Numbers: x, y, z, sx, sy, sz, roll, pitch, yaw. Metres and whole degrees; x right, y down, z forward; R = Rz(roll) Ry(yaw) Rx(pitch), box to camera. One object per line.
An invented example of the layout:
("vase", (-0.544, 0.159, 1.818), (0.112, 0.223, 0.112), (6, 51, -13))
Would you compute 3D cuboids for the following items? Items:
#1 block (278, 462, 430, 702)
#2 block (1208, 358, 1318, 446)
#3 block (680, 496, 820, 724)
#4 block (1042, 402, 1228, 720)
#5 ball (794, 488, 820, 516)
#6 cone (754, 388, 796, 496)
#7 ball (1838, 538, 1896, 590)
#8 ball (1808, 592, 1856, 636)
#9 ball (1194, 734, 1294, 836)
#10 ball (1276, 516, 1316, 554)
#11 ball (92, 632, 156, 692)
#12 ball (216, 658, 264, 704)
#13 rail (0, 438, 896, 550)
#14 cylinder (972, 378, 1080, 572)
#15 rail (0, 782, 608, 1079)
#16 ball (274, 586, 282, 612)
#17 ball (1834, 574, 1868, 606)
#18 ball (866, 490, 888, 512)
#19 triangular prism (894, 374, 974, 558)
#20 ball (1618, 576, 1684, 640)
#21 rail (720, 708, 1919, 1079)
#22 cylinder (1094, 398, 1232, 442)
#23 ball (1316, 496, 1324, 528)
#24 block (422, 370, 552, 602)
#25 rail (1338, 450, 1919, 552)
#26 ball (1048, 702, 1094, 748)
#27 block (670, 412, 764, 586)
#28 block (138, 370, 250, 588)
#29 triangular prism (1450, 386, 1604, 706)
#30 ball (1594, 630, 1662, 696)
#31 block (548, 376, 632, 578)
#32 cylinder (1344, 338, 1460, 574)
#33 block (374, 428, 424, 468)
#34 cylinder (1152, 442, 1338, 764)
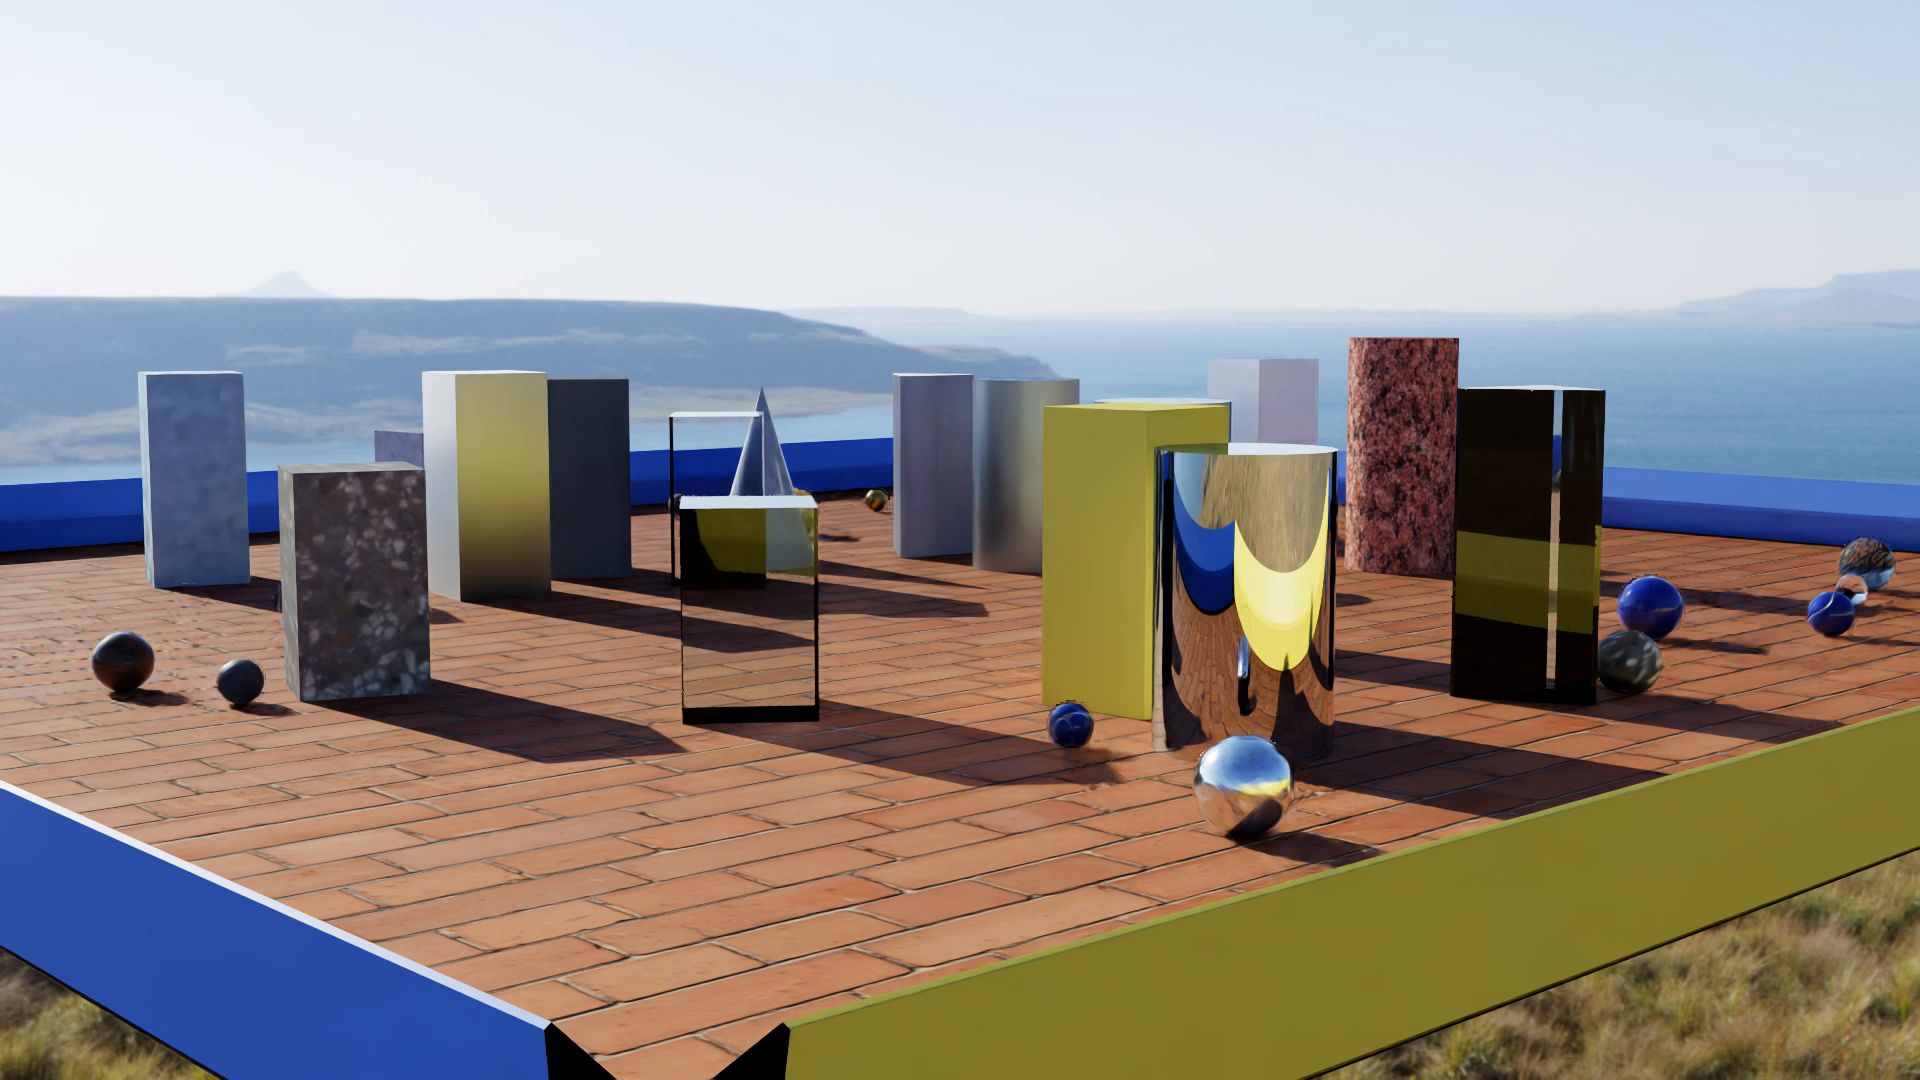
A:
("block", (-0.706, 0.044, 2.561), (0.146, 0.258, 0.146), (-3, 7, -23))
("block", (0.565, -0.167, 4.118), (0.146, 0.346, 0.146), (-4, 7, -34))
("block", (-0.232, 0.073, 2.413), (0.146, 0.231, 0.146), (-1, 6, -6))
("block", (0.195, 0.018, 2.453), (0.146, 0.333, 0.146), (6, 8, 43))
("ball", (-0.319, -0.055, 4.281), (0.089, 0.089, 0.089), (0, 6, 0))
("cone", (-0.344, -0.116, 3.831), (0.182, 0.307, 0.182), (0, 6, 0))
("ball", (1.419, 0.038, 3.441), (0.083, 0.083, 0.083), (0, 6, 0))
("ball", (1.176, 0.100, 2.967), (0.061, 0.061, 0.061), (0, 6, 0))
("ball", (0.240, 0.207, 1.854), (0.085, 0.085, 0.085), (0, 6, 0))
("ball", (0.603, -0.009, 3.949), (0.069, 0.069, 0.069), (0, 6, 0))
("ball", (-0.969, 0.141, 2.546), (0.069, 0.069, 0.069), (0, 6, 0))
("ball", (-0.807, 0.158, 2.465), (0.051, 0.051, 0.051), (0, 6, 0))
("rail", (-1.115, -0.097, 4.533), (3.451, 0.118, 0.045), (-6, 8, -42))
("cylinder", (0.112, -0.114, 3.747), (0.182, 0.320, 0.182), (0, 6, 0))
("rail", (-1.251, 0.153, 2.185), (0.045, 0.118, 3.334), (-6, 8, -42))
("ball", (-0.955, 0.084, 3.152), (0.053, 0.053, 0.053), (0, 6, 0))
("ball", (1.328, 0.074, 3.274), (0.046, 0.046, 0.046), (0, 6, 0))
("ball", (-0.181, -0.086, 4.764), (0.048, 0.048, 0.048), (0, 6, 0))
("triangular prism", (-0.078, -0.138, 3.969), (0.158, 0.321, 0.137), (-5, 8, -37))
("ball", (0.924, 0.091, 2.940), (0.084, 0.084, 0.084), (0, 6, 0))
("rail", (1.115, 0.159, 2.131), (3.451, 0.118, 0.045), (-6, 8, -42))
("cylinder", (0.269, -0.026, 2.936), (0.182, 0.318, 0.182), (0, 6, 0))
("ball", (0.650, -0.054, 4.217), (0.091, 0.091, 0.091), (0, 6, 0))
("block", (-0.731, -0.088, 3.398), (0.146, 0.342, 0.146), (-4, 7, -33))
("rail", (1.251, -0.092, 4.480), (0.045, 0.118, 3.334), (-6, 8, -42))
("ball", (0.112, 0.187, 2.217), (0.046, 0.046, 0.046), (0, 6, 0))
("block", (-0.391, -0.069, 3.561), (0.146, 0.270, 0.146), (0, 6, -4))
("block", (-1.239, -0.102, 3.557), (0.146, 0.337, 0.146), (-3, 7, -25))
("triangular prism", (0.659, 0.000, 2.529), (0.158, 0.352, 0.137), (2, 7, 21))
("ball", (0.765, 0.140, 2.520), (0.075, 0.075, 0.075), (0, 6, 0))
("block", (-0.624, -0.107, 3.659), (0.146, 0.325, 0.146), (-1, 6, -9))
("cylinder", (0.747, -0.146, 3.723), (0.182, 0.390, 0.182), (0, 6, 0))
("block", (-0.941, -0.085, 3.934), (0.146, 0.223, 0.146), (6, 8, 42))
("cylinder", (0.285, 0.059, 2.206), (0.182, 0.302, 0.182), (0, 6, 0))
